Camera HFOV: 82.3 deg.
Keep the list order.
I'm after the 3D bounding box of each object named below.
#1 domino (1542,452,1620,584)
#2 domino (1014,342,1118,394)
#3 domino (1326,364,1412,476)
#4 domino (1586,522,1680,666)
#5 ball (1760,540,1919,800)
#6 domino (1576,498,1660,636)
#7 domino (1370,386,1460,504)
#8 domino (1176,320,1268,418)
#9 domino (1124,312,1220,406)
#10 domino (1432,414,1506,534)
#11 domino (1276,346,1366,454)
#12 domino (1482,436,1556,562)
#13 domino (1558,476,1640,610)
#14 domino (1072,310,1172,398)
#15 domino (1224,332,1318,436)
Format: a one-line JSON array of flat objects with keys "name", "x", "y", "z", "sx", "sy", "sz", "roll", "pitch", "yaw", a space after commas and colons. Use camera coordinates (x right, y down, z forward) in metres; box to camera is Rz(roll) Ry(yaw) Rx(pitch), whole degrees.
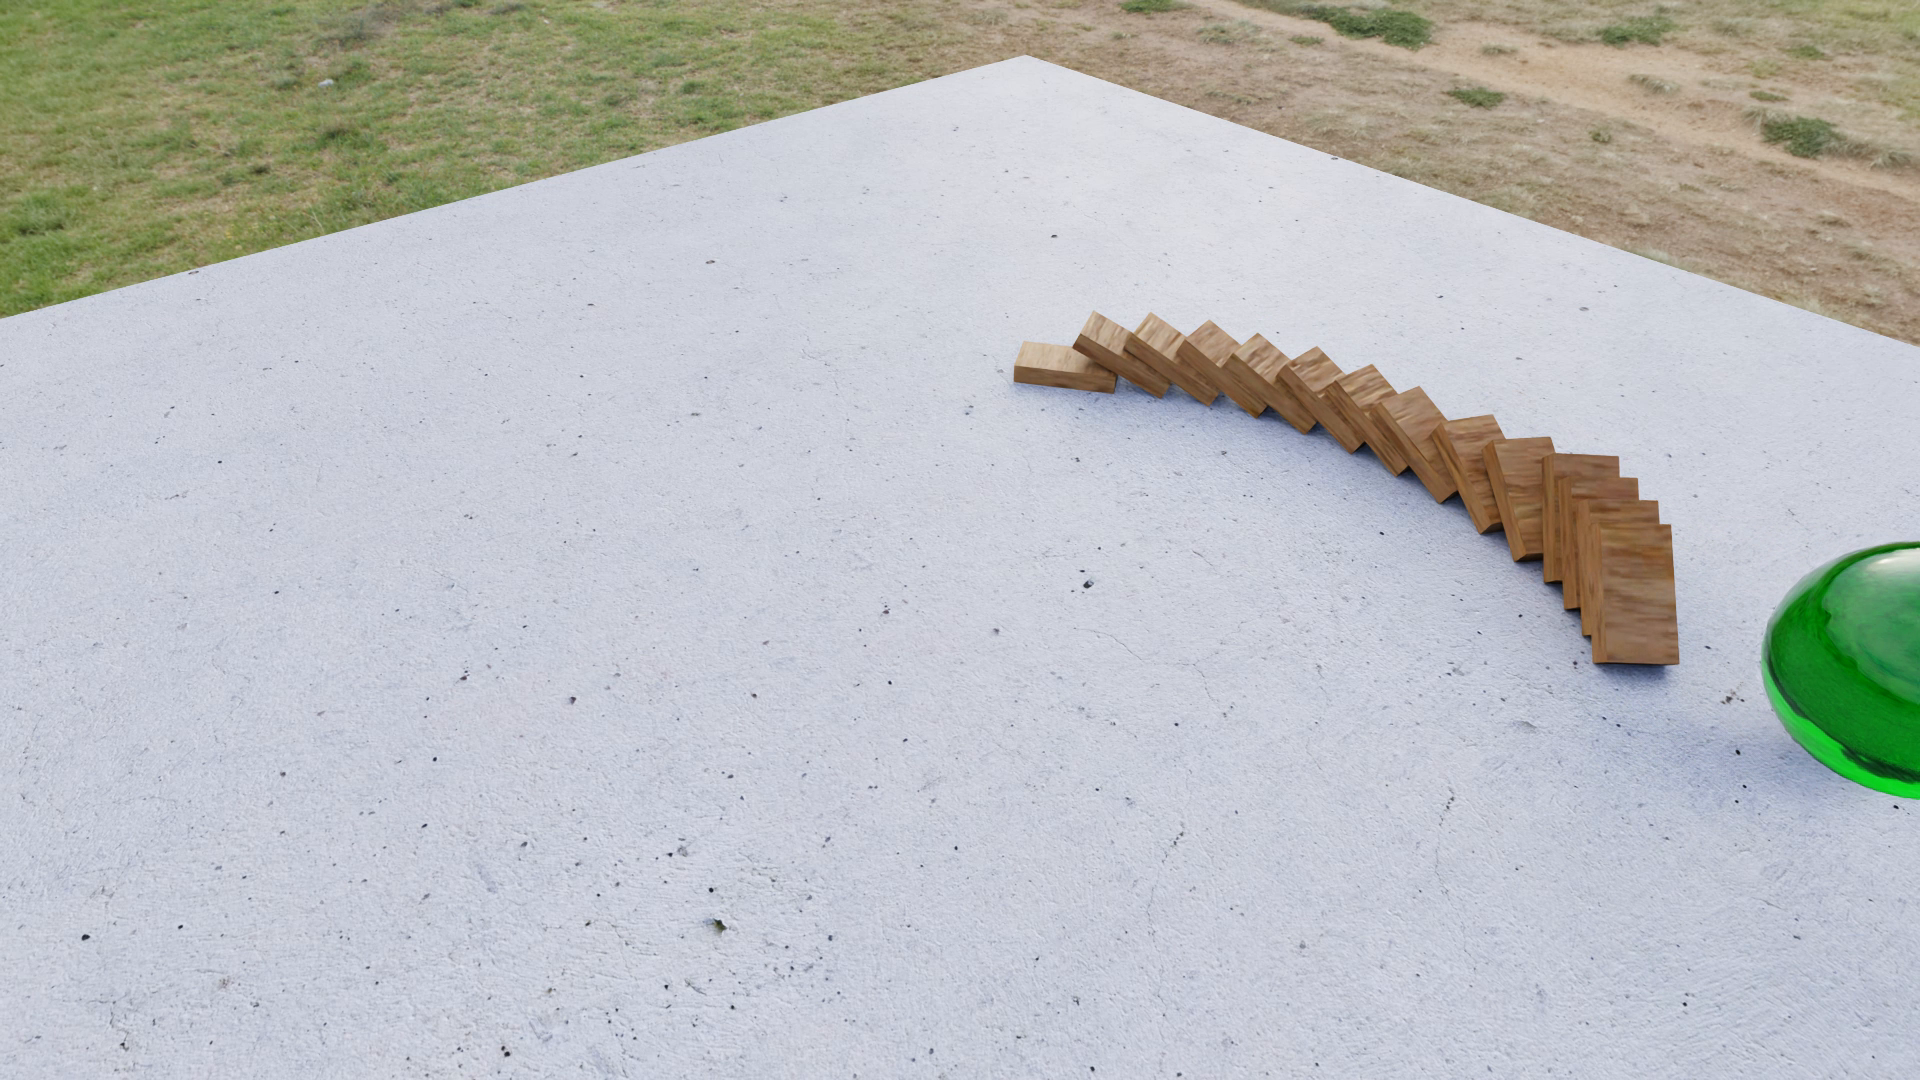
[{"name": "domino", "x": 0.242, "y": -0.008, "z": 0.428, "sx": 0.025, "sy": 0.009, "sz": 0.050, "roll": 3, "pitch": 81, "yaw": 2}, {"name": "domino", "x": 0.054, "y": -0.086, "z": 0.549, "sx": 0.050, "sy": 0.010, "sz": 0.025, "roll": 8, "pitch": 40, "yaw": 10}, {"name": "domino", "x": 0.190, "y": -0.054, "z": 0.494, "sx": 0.025, "sy": 0.009, "sz": 0.050, "roll": -24, "pitch": 69, "yaw": -26}, {"name": "domino", "x": 0.242, "y": 0.019, "z": 0.395, "sx": 0.025, "sy": 0.009, "sz": 0.050, "roll": 2, "pitch": 81, "yaw": 2}, {"name": "ball", "x": 0.296, "y": 0.040, "z": 0.339, "sx": 0.080, "sy": 0.080, "sz": 0.080, "roll": 0, "pitch": 39, "yaw": 0}, {"name": "domino", "x": 0.244, "y": 0.010, "z": 0.406, "sx": 0.025, "sy": 0.010, "sz": 0.050, "roll": 2, "pitch": 81, "yaw": 2}, {"name": "domino", "x": 0.205, "y": -0.042, "z": 0.479, "sx": 0.025, "sy": 0.010, "sz": 0.050, "roll": -21, "pitch": 68, "yaw": -24}, {"name": "domino", "x": 0.131, "y": -0.083, "z": 0.529, "sx": 0.050, "sy": 0.010, "sz": 0.025, "roll": 42, "pitch": 51, "yaw": 10}, {"name": "domino", "x": 0.107, "y": -0.088, "z": 0.536, "sx": 0.050, "sy": 0.010, "sz": 0.025, "roll": 36, "pitch": 47, "yaw": 4}, {"name": "domino", "x": 0.221, "y": -0.028, "z": 0.463, "sx": 0.025, "sy": 0.010, "sz": 0.050, "roll": -9, "pitch": 64, "yaw": -11}, {"name": "domino", "x": 0.172, "y": -0.065, "z": 0.507, "sx": 0.025, "sy": 0.009, "sz": 0.050, "roll": -30, "pitch": 72, "yaw": -31}, {"name": "domino", "x": 0.232, "y": -0.017, "z": 0.446, "sx": 0.025, "sy": 0.009, "sz": 0.050, "roll": -4, "pitch": 69, "yaw": -5}, {"name": "domino", "x": 0.243, "y": 0.001, "z": 0.417, "sx": 0.025, "sy": 0.009, "sz": 0.050, "roll": 2, "pitch": 81, "yaw": 2}, {"name": "domino", "x": 0.082, "y": -0.091, "z": 0.540, "sx": 0.050, "sy": 0.009, "sz": 0.025, "roll": 30, "pitch": 43, "yaw": 0}, {"name": "domino", "x": 0.151, "y": -0.074, "z": 0.519, "sx": 0.050, "sy": 0.010, "sz": 0.025, "roll": 43, "pitch": 52, "yaw": 11}]
